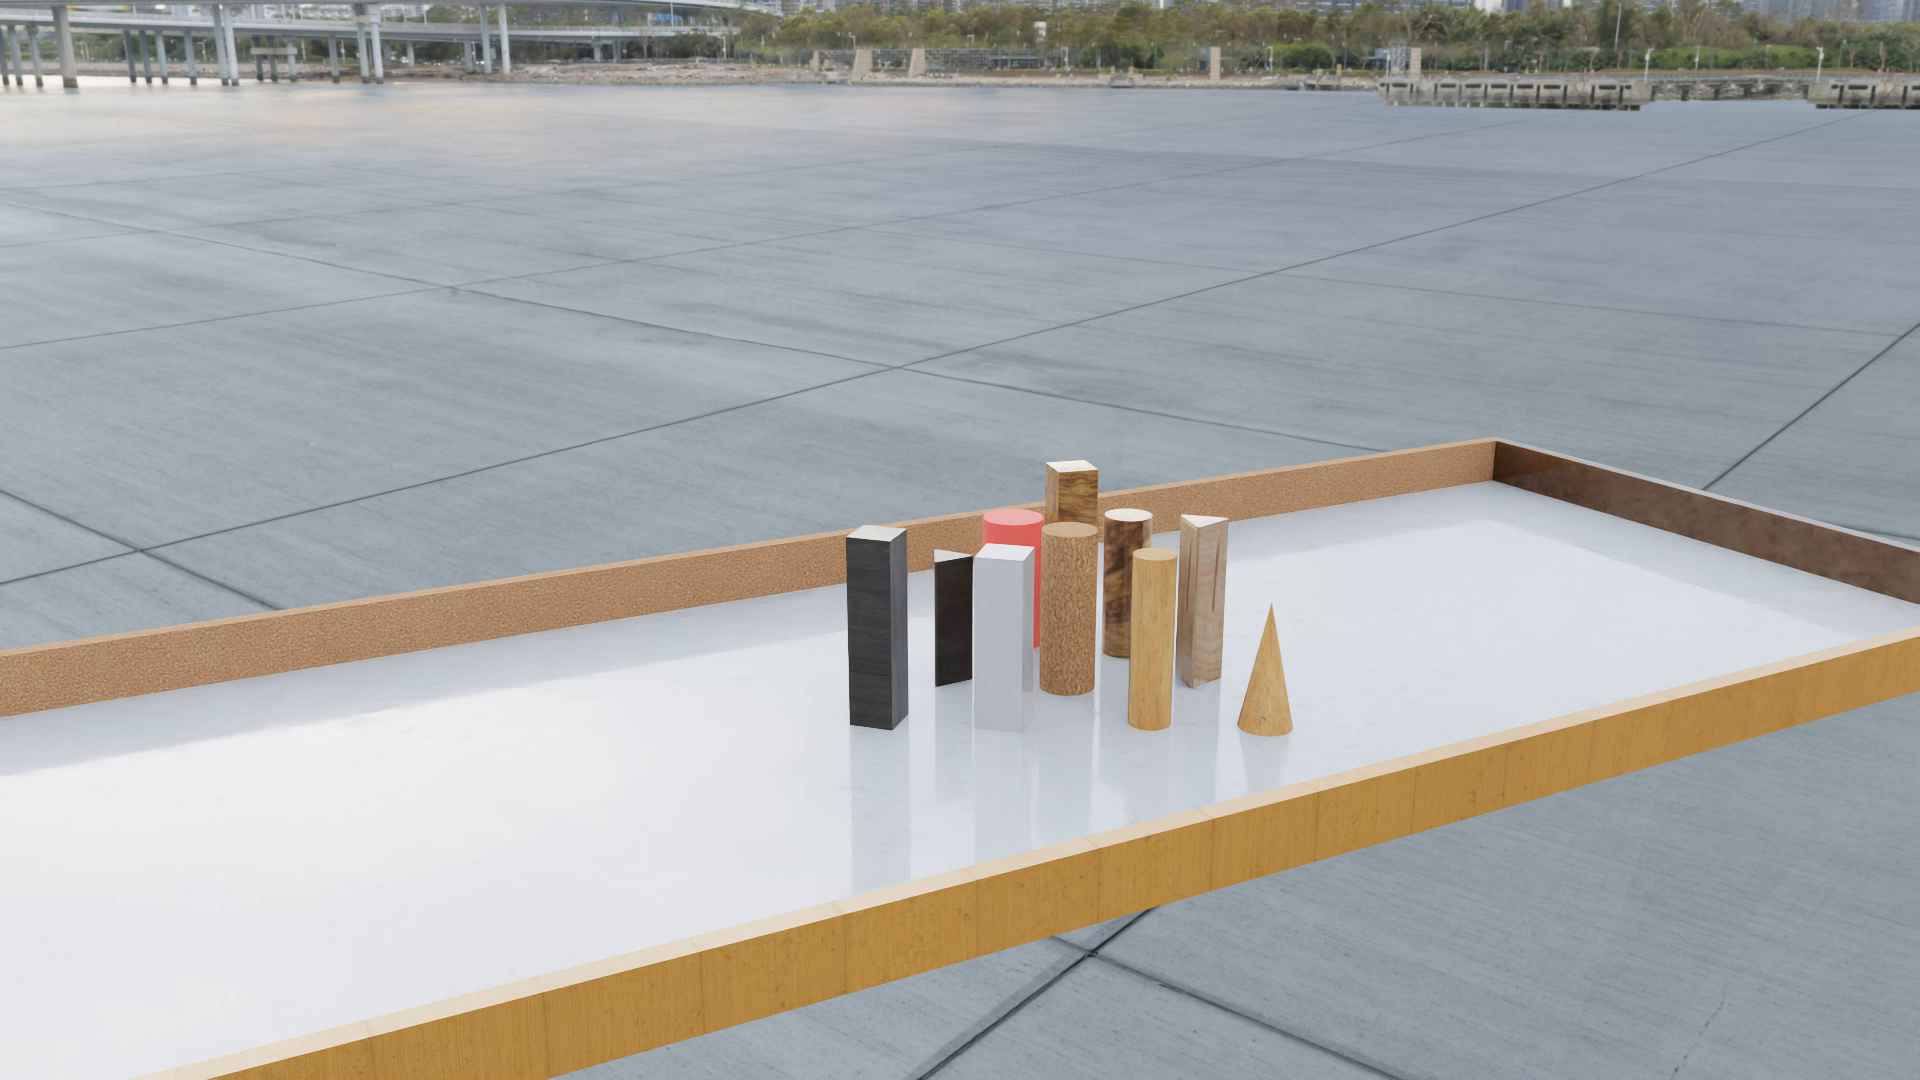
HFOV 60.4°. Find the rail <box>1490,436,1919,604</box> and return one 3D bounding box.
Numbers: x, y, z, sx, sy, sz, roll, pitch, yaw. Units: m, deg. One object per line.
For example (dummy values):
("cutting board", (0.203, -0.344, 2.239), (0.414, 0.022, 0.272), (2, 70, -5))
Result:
("rail", (2.466, -0.048, 5.253), (0.050, 0.150, 2.100), (-9, 18, -27))

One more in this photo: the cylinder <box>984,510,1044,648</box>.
("cylinder", (0.140, 0.106, 4.379), (0.159, 0.347, 0.159), (0, 16, 0))

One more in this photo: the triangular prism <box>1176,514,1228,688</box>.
("triangular prism", (0.584, 0.148, 4.114), (0.116, 0.417, 0.100), (-15, 22, -41))

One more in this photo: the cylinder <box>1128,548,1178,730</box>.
("cylinder", (0.446, 0.231, 3.833), (0.102, 0.415, 0.102), (0, 16, 0))

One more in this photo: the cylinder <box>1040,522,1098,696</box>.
("cylinder", (0.267, 0.169, 4.060), (0.138, 0.405, 0.138), (0, 16, 0))

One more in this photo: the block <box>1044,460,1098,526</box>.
("block", (0.307, 0.003, 4.583), (0.113, 0.429, 0.113), (-4, 17, -15))

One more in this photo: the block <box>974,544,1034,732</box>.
("block", (0.103, 0.228, 3.838), (0.114, 0.418, 0.114), (4, 17, 15))

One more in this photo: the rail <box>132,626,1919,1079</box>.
("rail", (-2.336, 1.006, 1.665), (12.000, 0.150, 0.050), (-9, 18, -27))

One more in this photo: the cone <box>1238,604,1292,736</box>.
("cone", (0.716, 0.288, 3.828), (0.129, 0.309, 0.129), (0, 16, 0))

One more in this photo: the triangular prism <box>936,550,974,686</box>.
("triangular prism", (-0.038, 0.191, 4.129), (0.107, 0.325, 0.093), (-10, 19, -30))

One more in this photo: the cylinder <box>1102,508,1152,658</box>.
("cylinder", (0.435, 0.114, 4.309), (0.123, 0.372, 0.123), (0, 16, 0))

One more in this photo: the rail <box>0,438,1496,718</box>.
("rail", (-3.305, 0.497, 3.399), (12.000, 0.150, 0.050), (-9, 18, -27))

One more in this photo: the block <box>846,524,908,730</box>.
("block", (-0.191, 0.204, 3.844), (0.108, 0.460, 0.108), (6, 17, 18))
